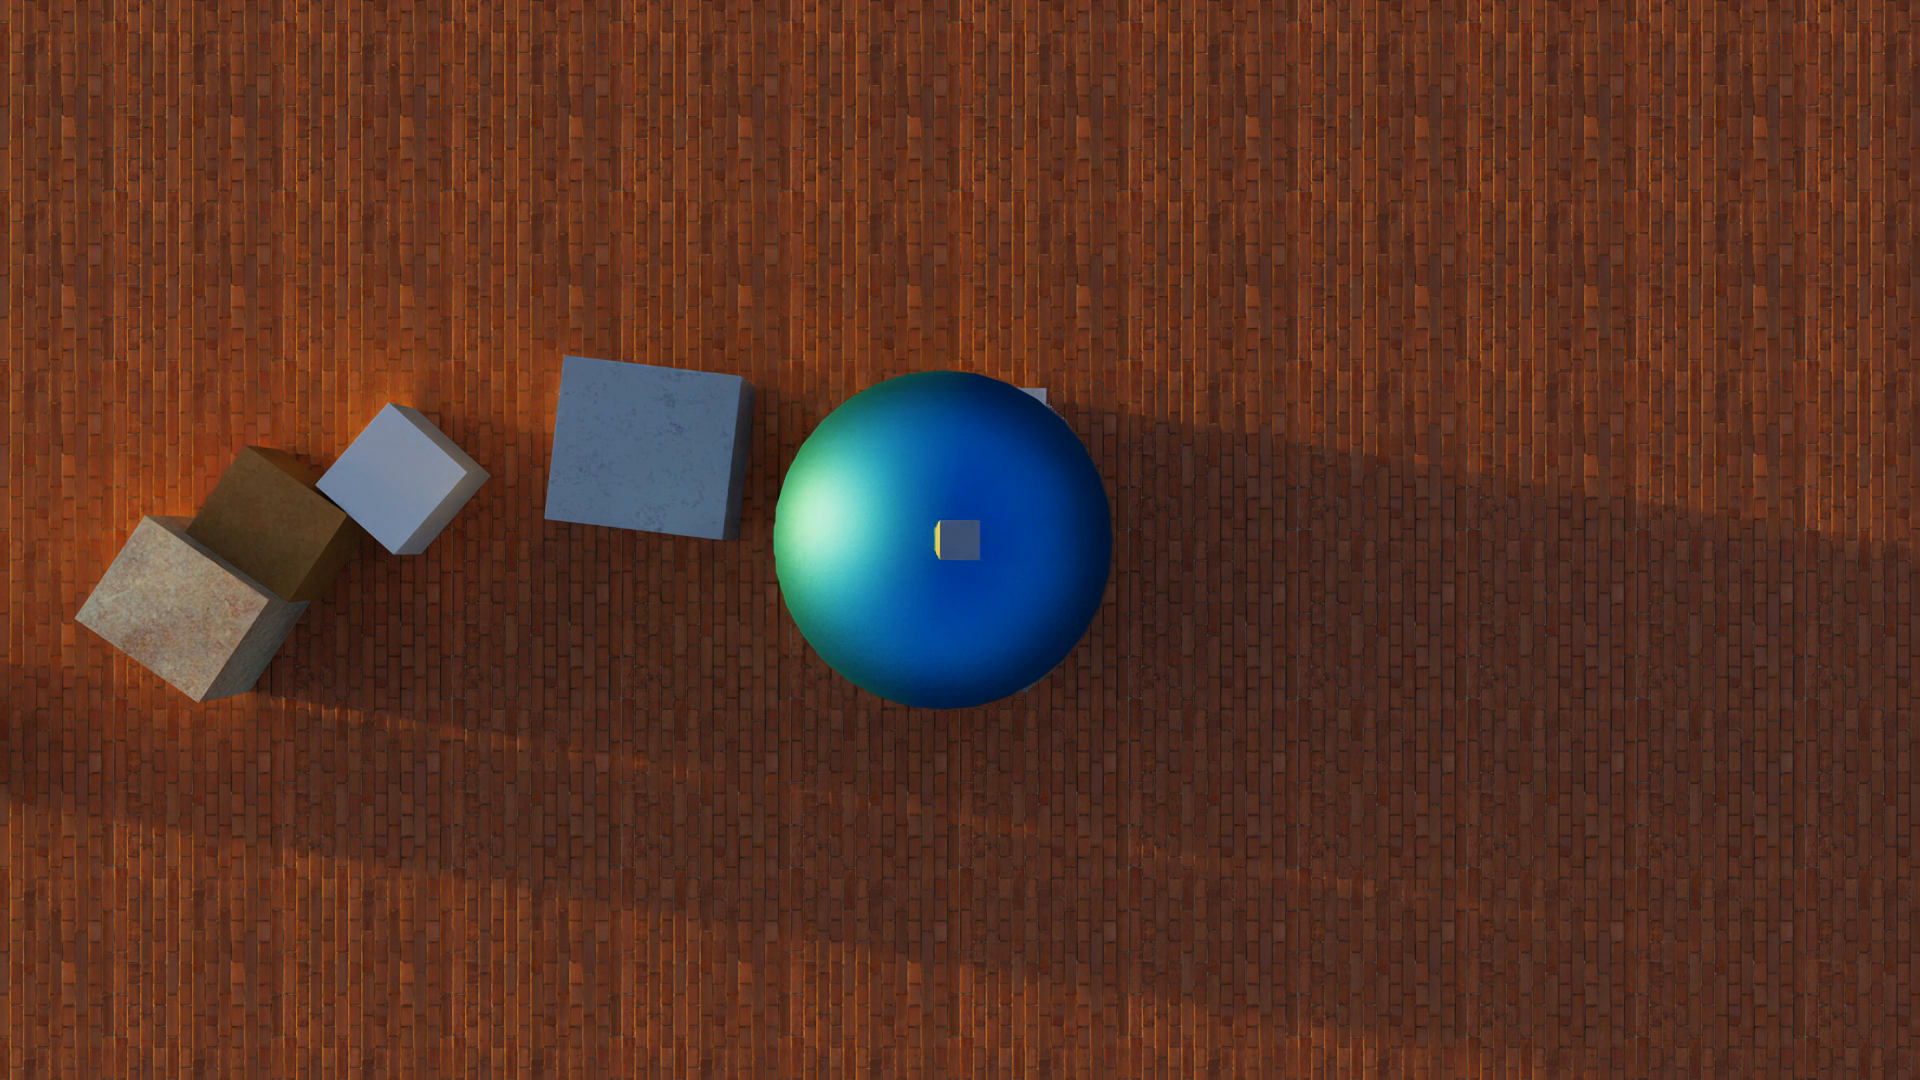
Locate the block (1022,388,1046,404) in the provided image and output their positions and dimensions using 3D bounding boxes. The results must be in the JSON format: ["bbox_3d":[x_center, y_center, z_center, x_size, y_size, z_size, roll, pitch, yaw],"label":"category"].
[{"bbox_3d":[0.026,-0.422,12.580,0.893,0.840,0.845,1,90,0],"label":"block"}]

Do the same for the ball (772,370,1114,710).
[{"bbox_3d":[-0.080,0.000,10.361,1.600,1.600,1.600,0,90,0],"label":"ball"}]

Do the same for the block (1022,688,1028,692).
[{"bbox_3d":[-0.017,0.428,12.619,0.793,0.761,0.836,0,90,0],"label":"block"}]

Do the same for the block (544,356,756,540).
[{"bbox_3d":[-1.751,-0.511,12.571,0.989,0.858,0.911,7,90,0],"label":"block"}]

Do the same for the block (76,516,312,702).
[{"bbox_3d":[-4.351,0.381,12.568,0.829,0.863,0.689,34,90,0],"label":"block"}]

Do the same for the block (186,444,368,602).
[{"bbox_3d":[-3.900,-0.092,12.680,0.701,0.639,0.598,34,90,0],"label":"block"}]

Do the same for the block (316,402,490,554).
[{"bbox_3d":[-3.201,-0.346,12.689,0.593,0.623,0.622,42,90,0],"label":"block"}]

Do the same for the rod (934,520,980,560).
[{"bbox_3d":[-0.035,0.000,6.961,0.080,5.200,0.080,0,90,-1],"label":"rod"}]
